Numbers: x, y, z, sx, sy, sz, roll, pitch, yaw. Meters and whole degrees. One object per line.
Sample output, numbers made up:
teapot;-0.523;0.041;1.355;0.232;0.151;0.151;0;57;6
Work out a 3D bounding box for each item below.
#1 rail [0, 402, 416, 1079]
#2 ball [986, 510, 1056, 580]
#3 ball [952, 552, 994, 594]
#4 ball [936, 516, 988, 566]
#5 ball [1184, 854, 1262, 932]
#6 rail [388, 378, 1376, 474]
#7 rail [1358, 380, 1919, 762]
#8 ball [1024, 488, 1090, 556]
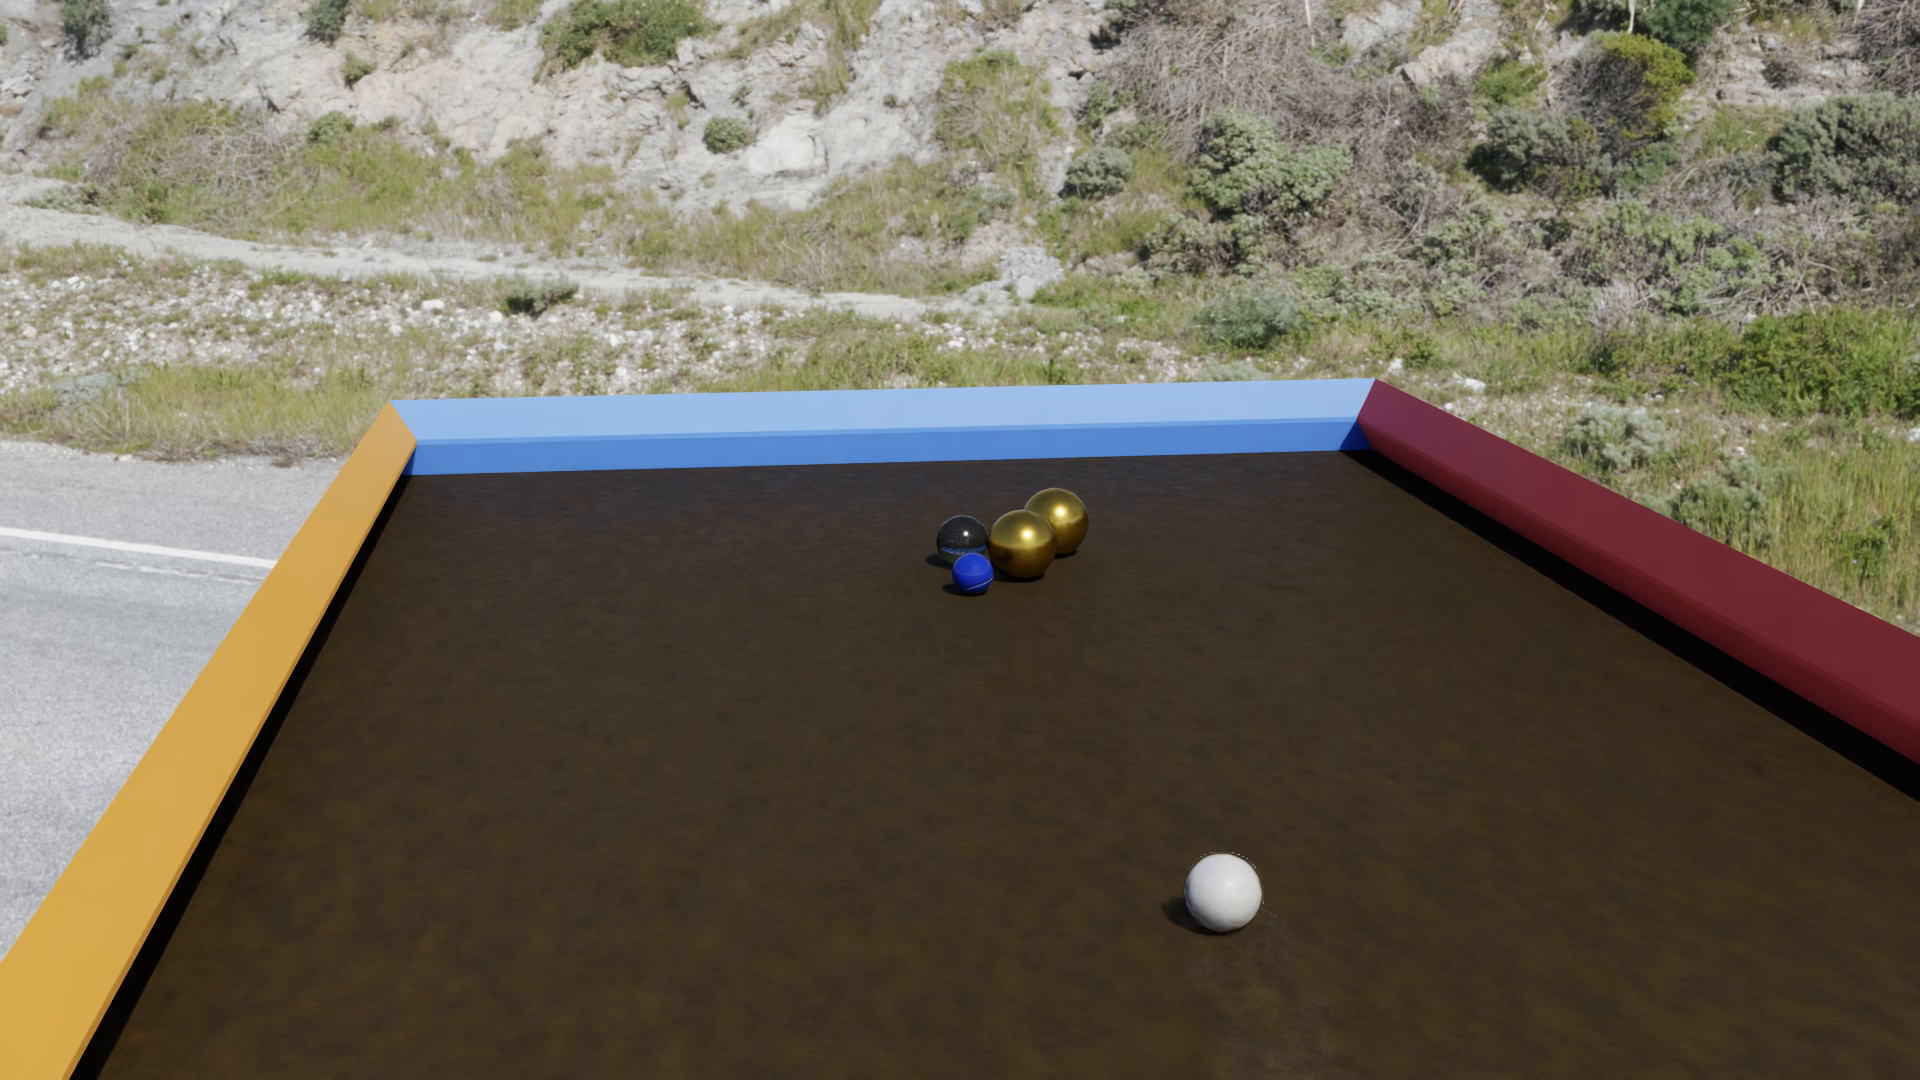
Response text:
rail;-0.670;0.166;2.047;0.045;0.118;2.932;-2;13;-8
ball;0.079;0.006;2.807;0.089;0.089;0.089;0;13;0
ball;0.016;0.042;2.735;0.053;0.053;0.053;0;13;0
ball;0.003;0.002;2.872;0.069;0.069;0.069;0;13;0
ball;0.205;0.275;1.713;0.060;0.060;0.060;0;13;0
rail;-0.098;-0.181;3.544;1.606;0.118;0.045;-2;13;-8
rail;0.873;0.118;2.257;0.045;0.118;2.932;-2;13;-8
ball;0.127;-0.024;2.933;0.091;0.091;0.091;0;13;0
